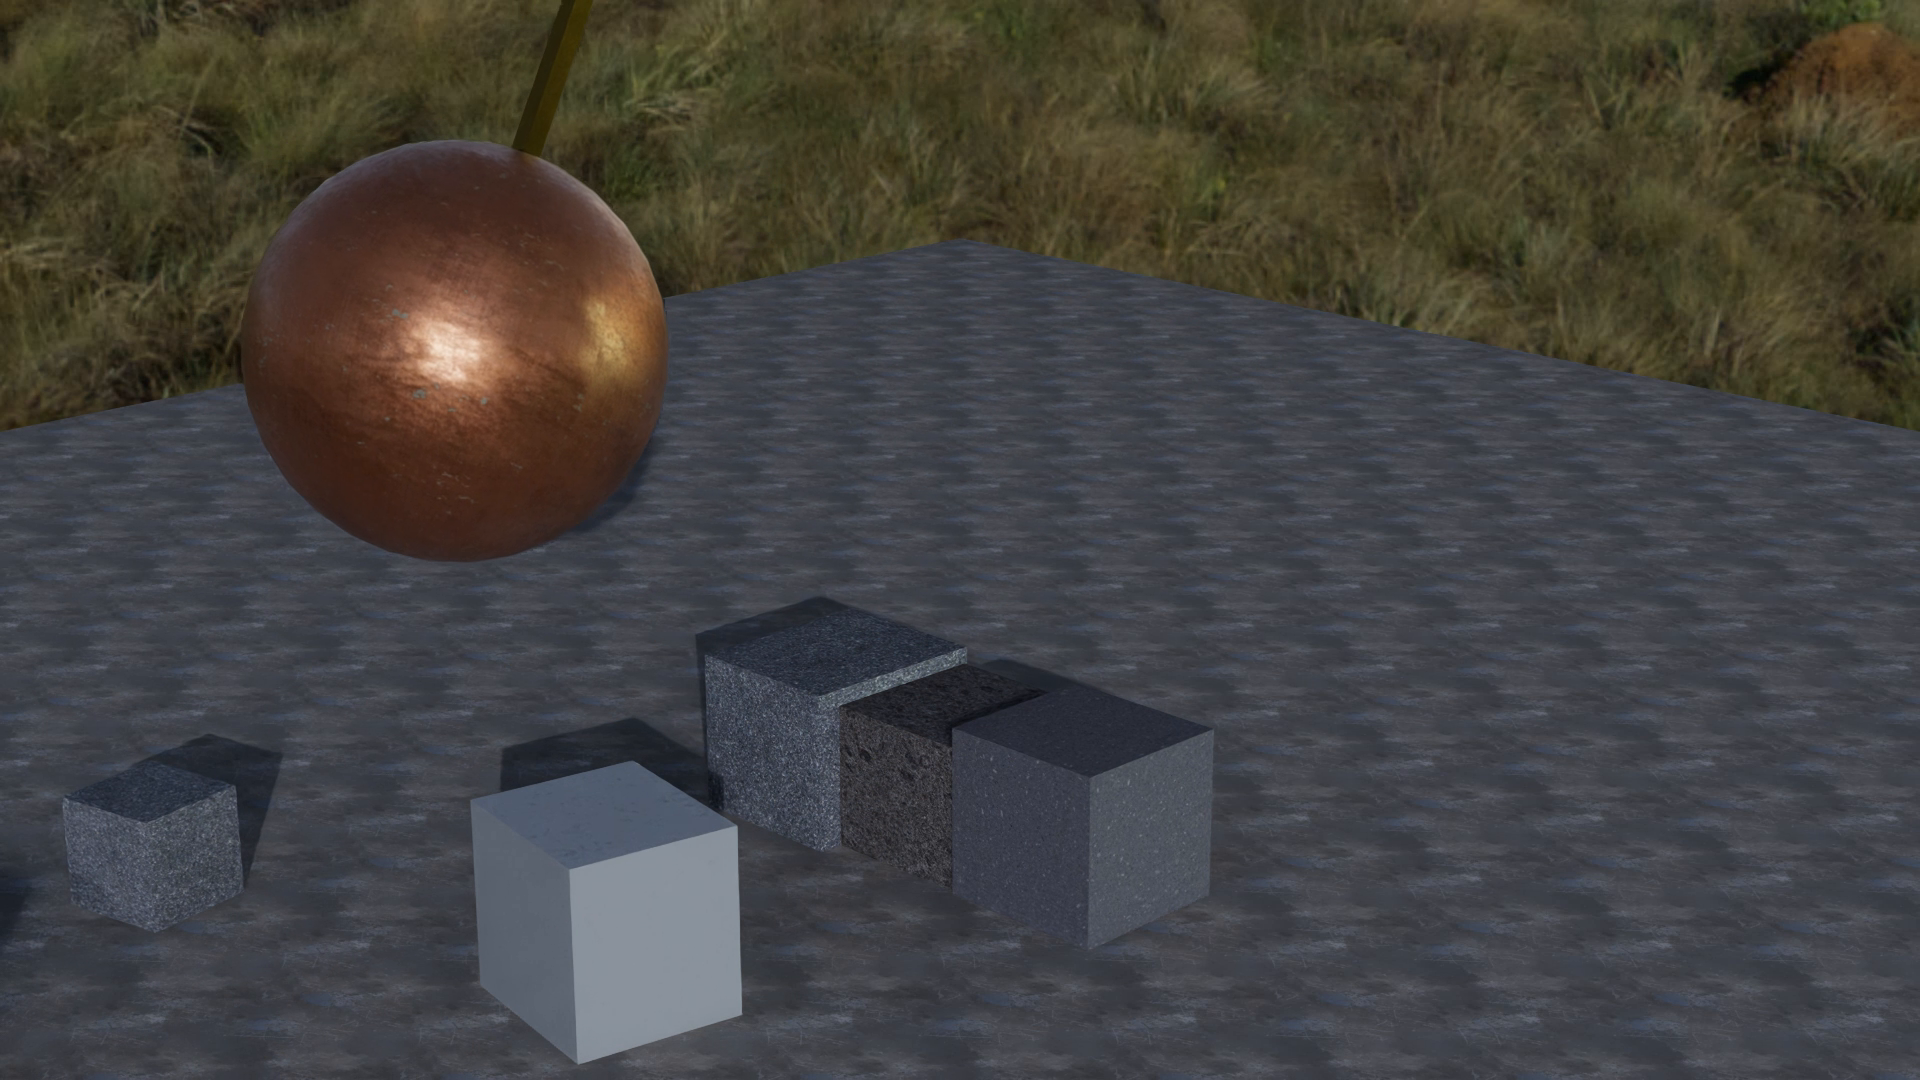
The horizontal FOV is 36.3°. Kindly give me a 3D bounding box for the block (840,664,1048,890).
[{"bbox_3d":[0.000,1.095,13.698,0.821,0.697,0.761,-17,24,-42],"label":"block"}]

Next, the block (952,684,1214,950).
[{"bbox_3d":[0.545,1.220,13.117,0.830,0.807,0.809,17,24,42],"label":"block"}]

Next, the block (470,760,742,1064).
[{"bbox_3d":[-1.461,1.517,12.109,0.763,0.845,0.867,-12,21,-33],"label":"block"}]

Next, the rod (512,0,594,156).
[{"bbox_3d":[-0.826,-3.936,11.239,0.080,5.200,0.080,17,-3,42],"label":"rod"}]

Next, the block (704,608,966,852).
[{"bbox_3d":[-0.593,0.901,14.184,0.961,0.776,0.811,-17,24,-42],"label":"block"}]

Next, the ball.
[{"bbox_3d":[-1.906,-0.714,11.119,1.600,1.600,1.600,0,17,0],"label":"ball"}]

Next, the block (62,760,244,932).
[{"bbox_3d":[-3.612,1.366,13.134,0.543,0.519,0.521,11,21,32],"label":"block"}]
